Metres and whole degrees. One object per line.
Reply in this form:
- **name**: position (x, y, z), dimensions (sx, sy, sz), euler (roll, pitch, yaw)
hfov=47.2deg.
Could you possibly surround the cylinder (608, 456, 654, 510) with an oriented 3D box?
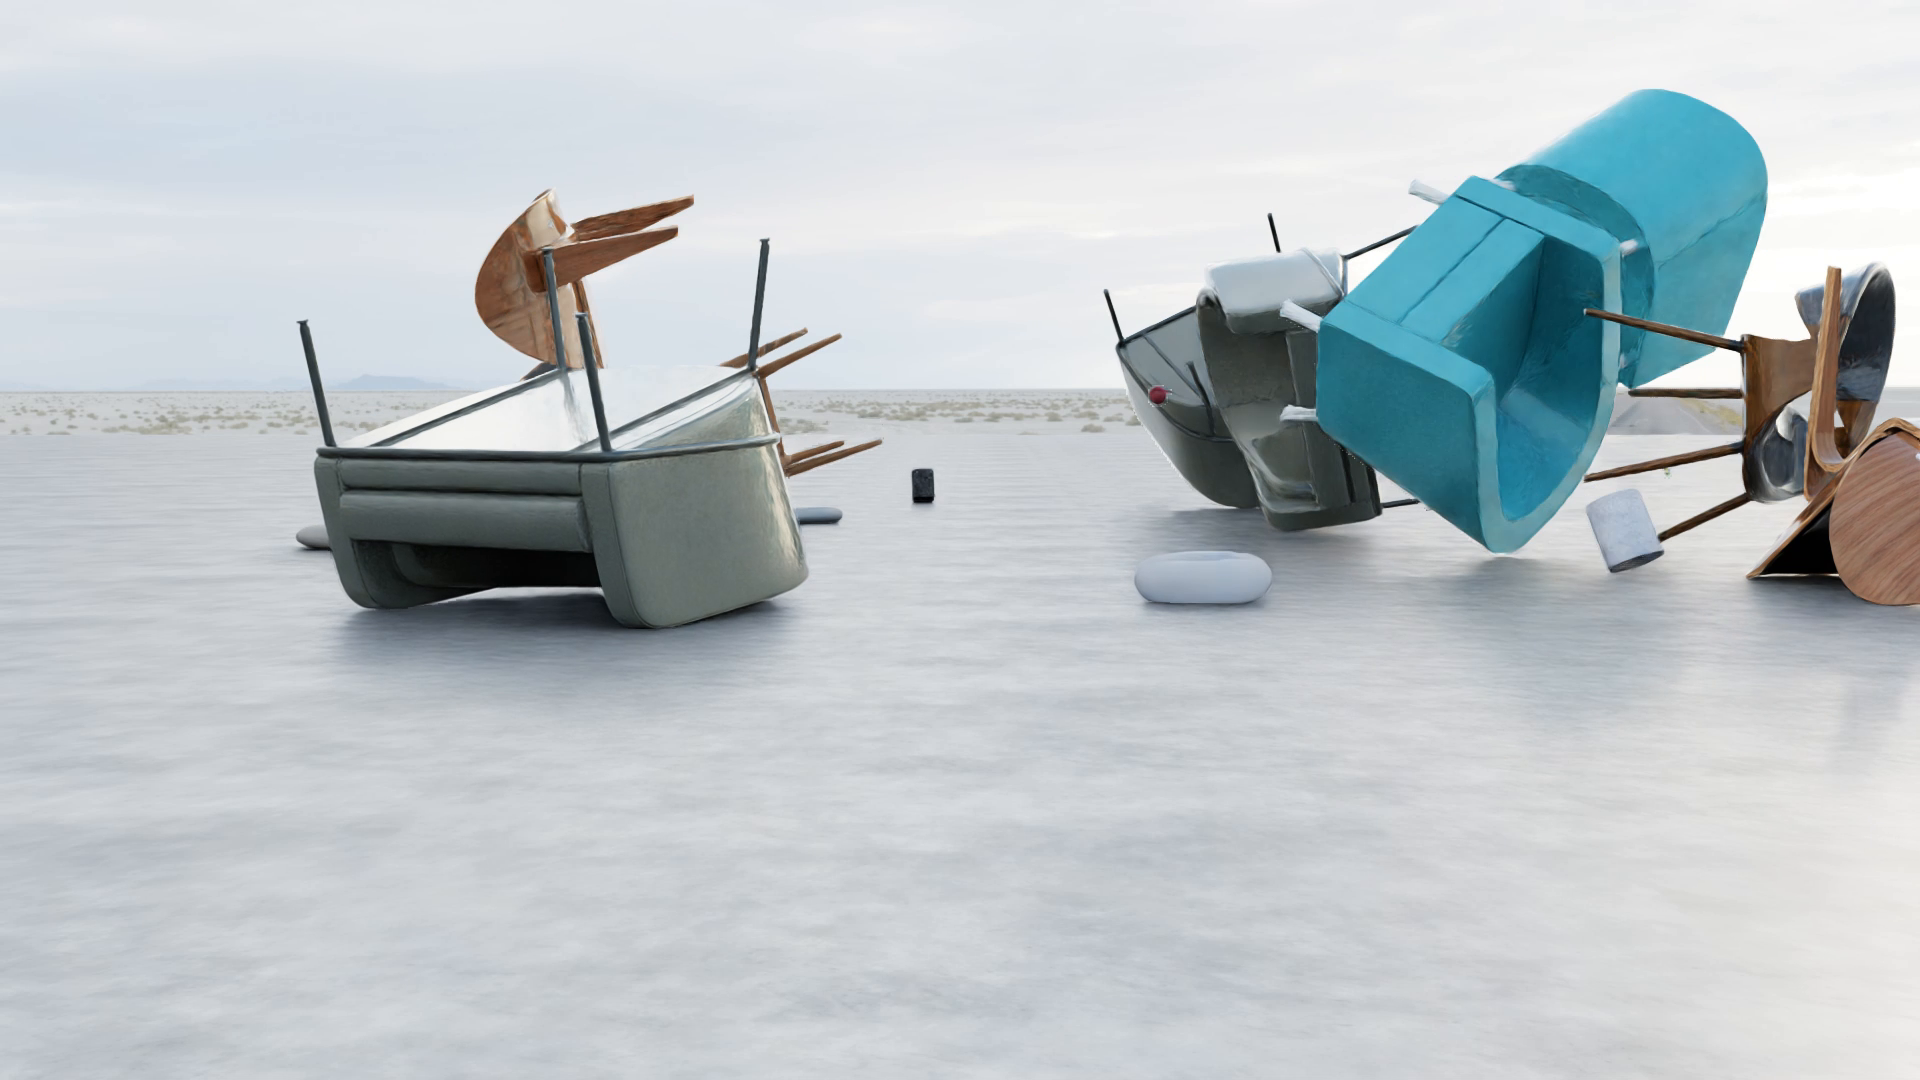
- **cylinder**: position (-1.222, -0.214, 8.161), dimensions (0.134, 0.113, 0.172), euler (-25, -23, -45)

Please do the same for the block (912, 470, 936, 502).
- **block**: position (-0.146, -0.215, 8.715), dimensions (0.079, 0.115, 0.064), euler (-1, -21, -10)

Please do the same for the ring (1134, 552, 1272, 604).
- **ring**: position (0.511, 0.081, 4.624), dimensions (0.288, 0.098, 0.110), euler (-1, 15, 8)

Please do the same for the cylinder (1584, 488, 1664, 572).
- **cylinder**: position (1.615, -0.023, 5.348), dimensions (0.136, 0.166, 0.136), euler (-12, -17, -15)

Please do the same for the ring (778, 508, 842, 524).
- **ring**: position (-0.504, -0.082, 7.403), dimensions (0.219, 0.048, 0.212), euler (-1, 3, 5)

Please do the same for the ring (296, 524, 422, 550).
- **ring**: position (-1.701, -0.009, 6.233), dimensions (0.352, 0.060, 0.218), euler (0, 5, -22)
